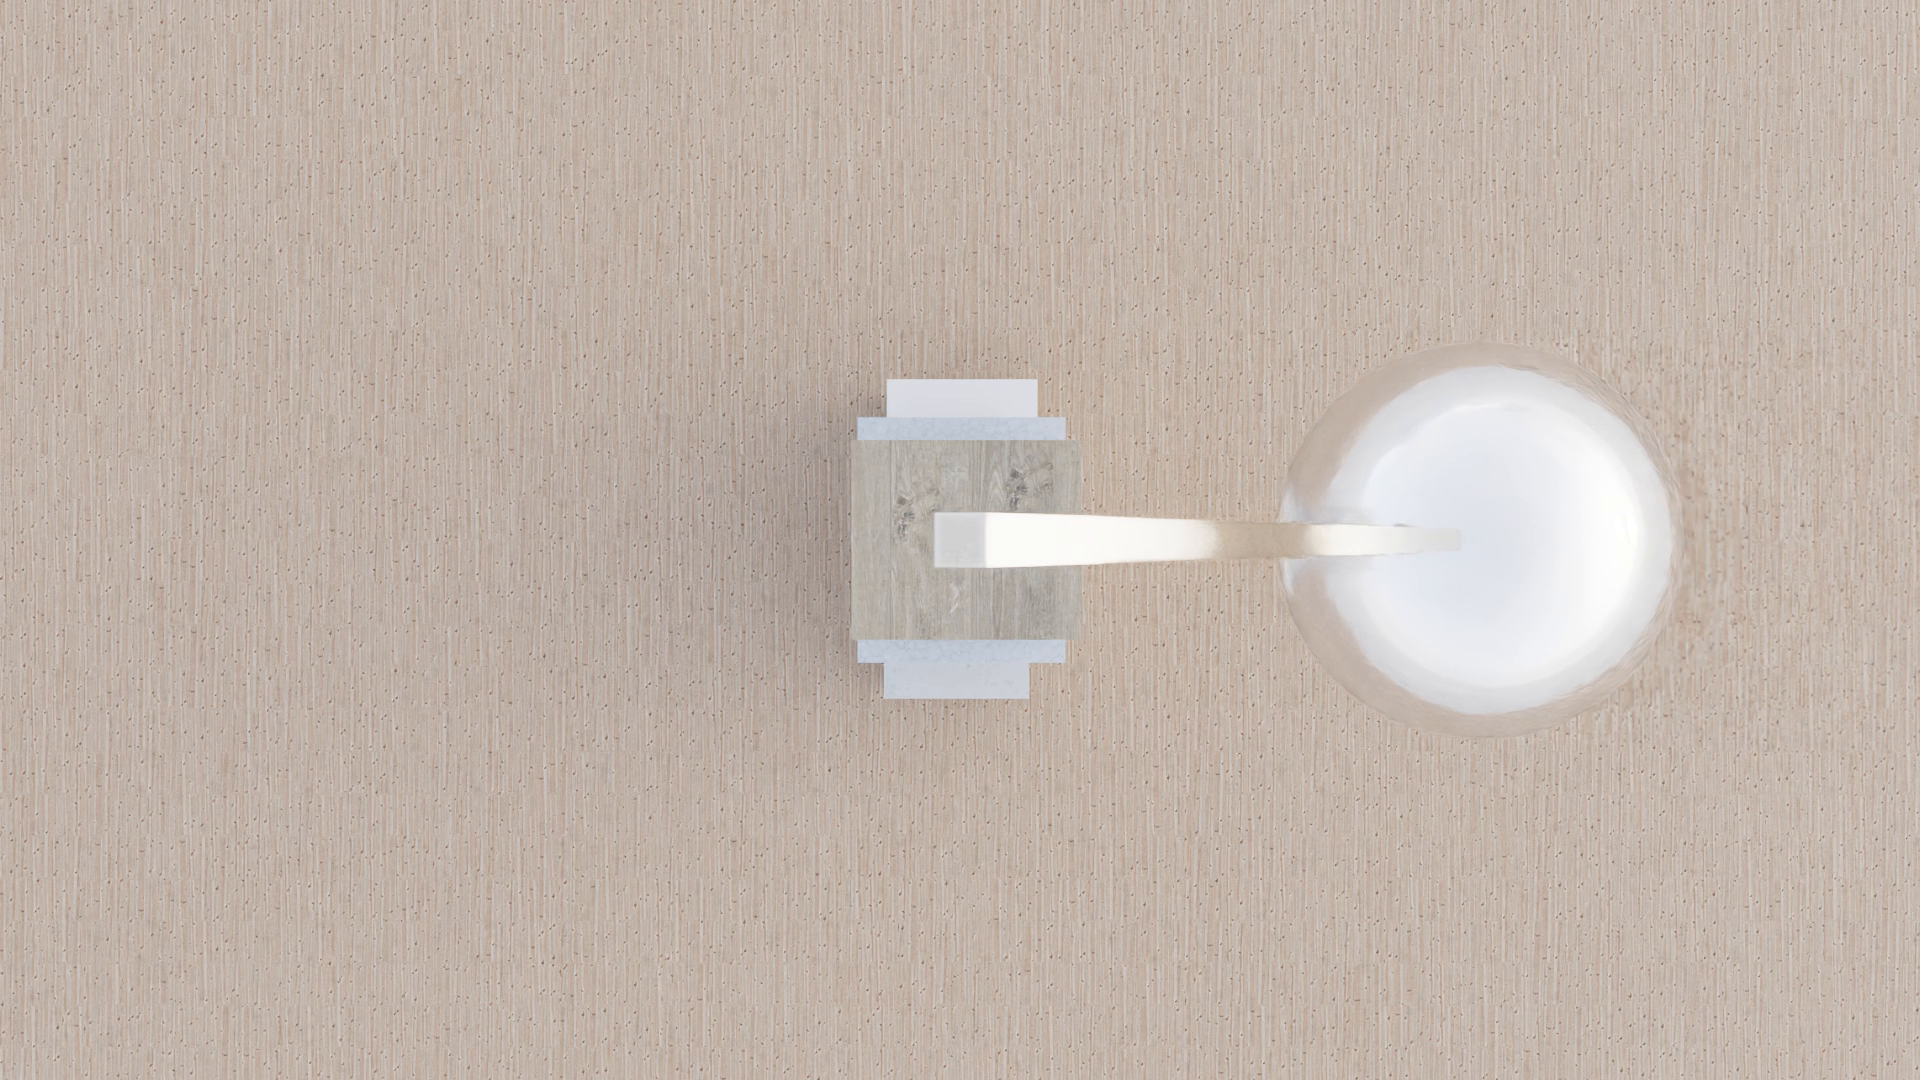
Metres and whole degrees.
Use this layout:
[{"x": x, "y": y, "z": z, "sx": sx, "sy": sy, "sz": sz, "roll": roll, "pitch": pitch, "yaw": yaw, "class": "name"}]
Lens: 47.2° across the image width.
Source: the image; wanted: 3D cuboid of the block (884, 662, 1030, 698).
[{"x": -0.018, "y": 0.481, "z": 12.570, "sx": 0.803, "sy": 0.860, "sz": 0.791, "roll": 0, "pitch": 90, "yaw": 0, "class": "block"}]

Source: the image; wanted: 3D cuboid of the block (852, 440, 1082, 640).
[{"x": 0.019, "y": 0.000, "z": 6.982, "sx": 0.698, "sy": 0.602, "sz": 0.607, "roll": 0, "pitch": 90, "yaw": 0, "class": "block"}]

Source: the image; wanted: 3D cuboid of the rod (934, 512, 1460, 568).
[{"x": 0.899, "y": 0.000, "z": 5.649, "sx": 0.080, "sy": 5.200, "sz": 0.080, "roll": 0, "pitch": 90, "yaw": 20, "class": "rod"}]

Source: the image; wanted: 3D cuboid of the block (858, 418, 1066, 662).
[{"x": 0.005, "y": 0.000, "z": 8.261, "sx": 0.737, "sy": 0.917, "sz": 0.871, "roll": 0, "pitch": 90, "yaw": 0, "class": "block"}]

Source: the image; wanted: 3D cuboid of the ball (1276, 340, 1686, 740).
[{"x": 2.074, "y": 0.000, "z": 8.839, "sx": 1.600, "sy": 1.600, "sz": 1.600, "roll": 0, "pitch": 90, "yaw": 0, "class": "ball"}]

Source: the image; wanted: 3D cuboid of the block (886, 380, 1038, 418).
[{"x": 0.012, "y": -0.400, "z": 12.492, "sx": 0.820, "sy": 1.016, "sz": 0.951, "roll": 0, "pitch": 90, "yaw": 0, "class": "block"}]
